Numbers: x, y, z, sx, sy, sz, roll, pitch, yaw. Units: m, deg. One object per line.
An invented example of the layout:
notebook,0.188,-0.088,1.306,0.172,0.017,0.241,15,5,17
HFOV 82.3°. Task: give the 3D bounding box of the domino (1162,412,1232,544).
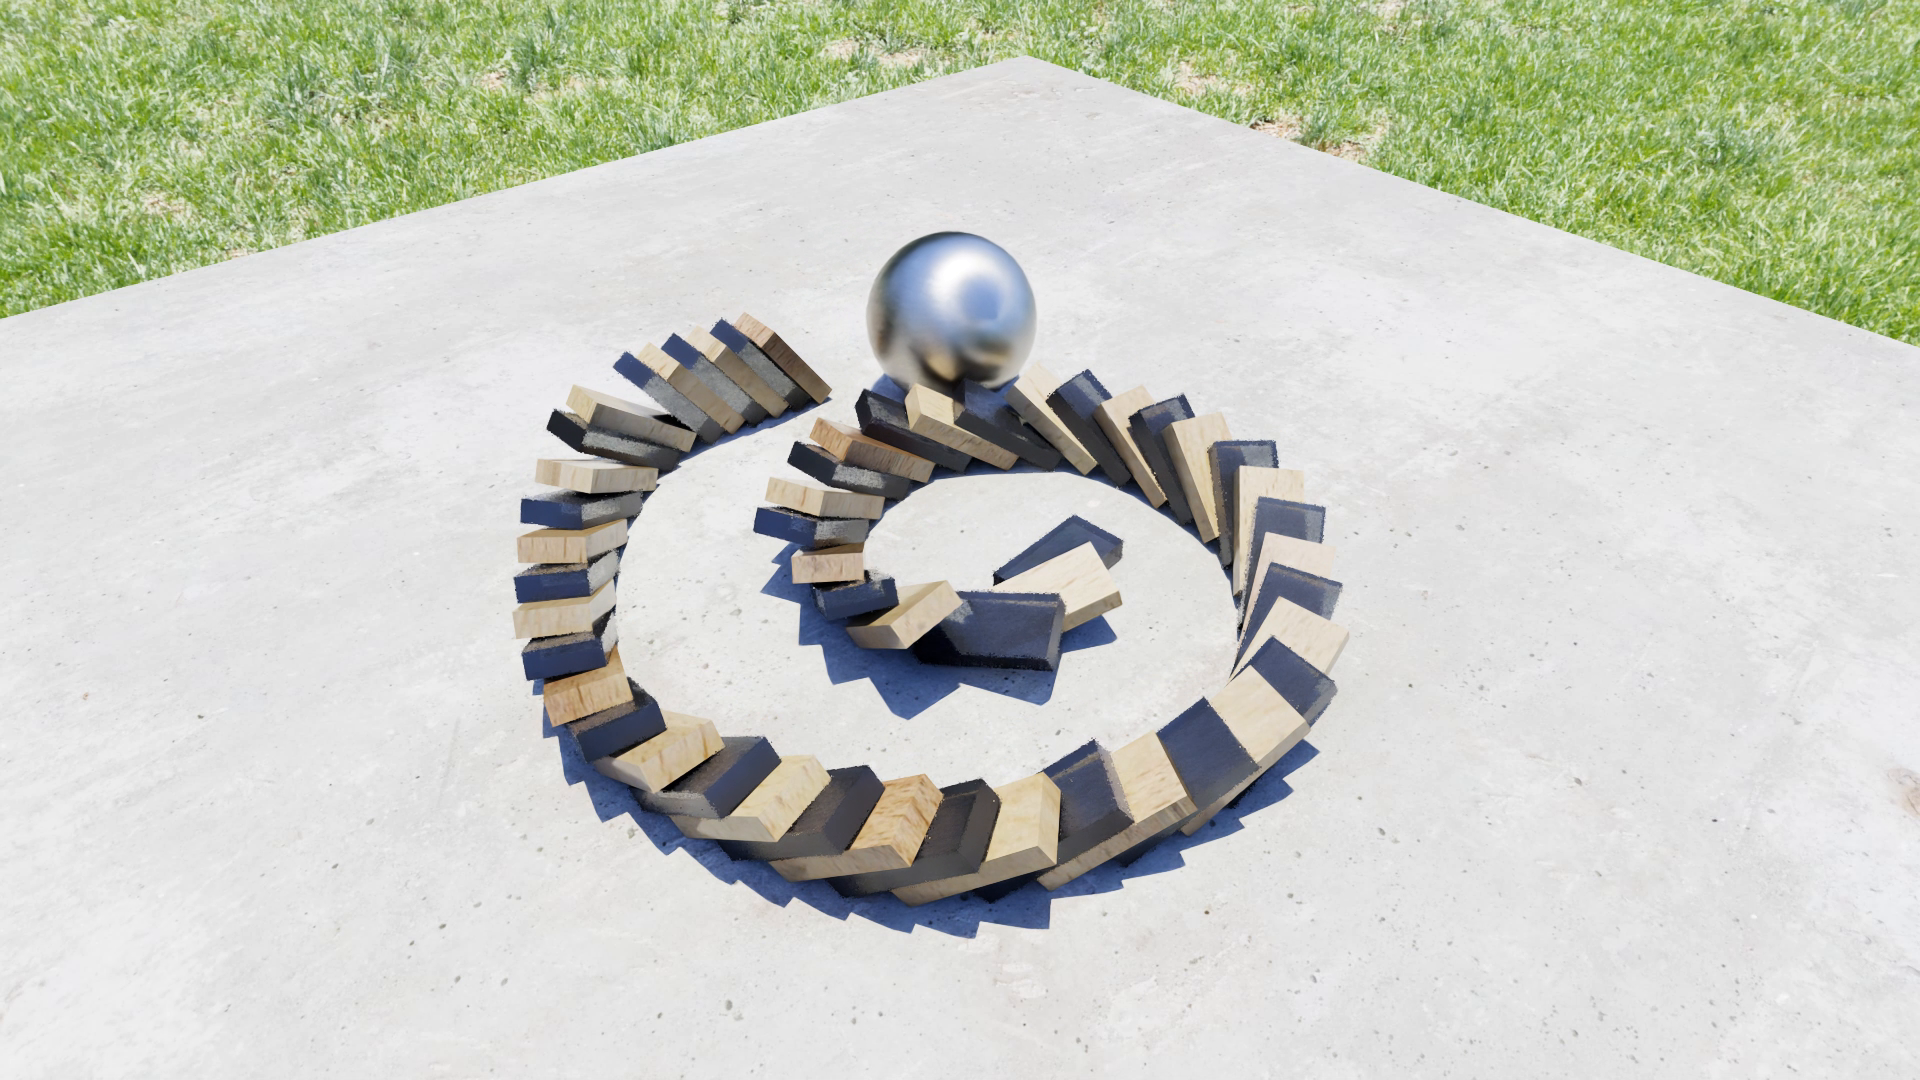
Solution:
domino,0.104,-0.026,0.452,0.025,0.010,0.050,-15,79,-22

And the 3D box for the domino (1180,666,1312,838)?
domino,0.081,0.065,0.342,0.050,0.010,0.025,-42,51,2

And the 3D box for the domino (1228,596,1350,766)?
domino,0.105,0.047,0.365,0.025,0.010,0.050,29,81,28

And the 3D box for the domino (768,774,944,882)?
domino,-0.030,0.084,0.319,0.050,0.009,0.025,-20,27,37

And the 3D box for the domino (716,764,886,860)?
domino,-0.048,0.081,0.323,0.050,0.010,0.025,-17,24,41

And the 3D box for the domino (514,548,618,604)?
domino,-0.145,0.013,0.408,0.025,0.009,0.050,-6,9,-5

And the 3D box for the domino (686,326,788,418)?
domino,-0.103,-0.077,0.508,0.025,0.050,0.009,36,86,36

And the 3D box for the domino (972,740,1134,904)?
domino,0.024,0.082,0.321,0.050,0.010,0.025,-34,38,15

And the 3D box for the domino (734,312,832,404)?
domino,-0.083,-0.085,0.518,0.025,0.050,0.010,36,86,36

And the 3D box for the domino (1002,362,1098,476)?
domino,0.045,-0.054,0.489,0.050,0.009,0.025,43,45,-2

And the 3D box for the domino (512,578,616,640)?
domino,-0.141,0.024,0.395,0.025,0.010,0.050,-6,9,-7

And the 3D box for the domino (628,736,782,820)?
domino,-0.078,0.071,0.334,0.050,0.009,0.025,-12,24,49

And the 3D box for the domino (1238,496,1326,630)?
domino,0.120,0.010,0.410,0.025,0.009,0.050,10,73,8

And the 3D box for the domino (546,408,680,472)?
domino,-0.149,-0.043,0.473,0.025,0.009,0.050,31,11,32

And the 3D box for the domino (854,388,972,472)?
domino,-0.020,-0.048,0.482,0.050,0.009,0.025,19,29,-27

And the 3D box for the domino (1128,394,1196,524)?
domino,0.093,-0.034,0.462,0.025,0.009,0.050,-21,81,-26

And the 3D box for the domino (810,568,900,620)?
domino,-0.039,0.019,0.398,0.025,0.009,0.050,-12,5,-12

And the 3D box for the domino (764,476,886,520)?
domino,-0.053,-0.017,0.441,0.025,0.010,0.050,16,6,23

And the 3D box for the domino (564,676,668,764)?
domino,-0.113,0.057,0.354,0.025,0.009,0.050,-21,12,-24

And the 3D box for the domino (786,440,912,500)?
domino,-0.045,-0.029,0.457,0.025,0.009,0.050,29,12,31

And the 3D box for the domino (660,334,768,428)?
domino,-0.112,-0.073,0.503,0.025,0.050,0.009,36,86,36

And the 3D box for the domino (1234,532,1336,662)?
domino,0.116,0.024,0.394,0.025,0.009,0.050,13,73,16

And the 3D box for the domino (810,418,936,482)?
domino,-0.037,-0.038,0.467,0.050,0.010,0.025,12,18,-49

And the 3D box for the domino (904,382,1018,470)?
domino,0.001,-0.050,0.485,0.050,0.010,0.025,21,33,-25

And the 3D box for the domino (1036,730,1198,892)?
domino,0.042,0.080,0.327,0.050,0.009,0.025,-32,41,8

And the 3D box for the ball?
ball,-0.004,-0.103,0.513,0.080,0.080,0.080,0,39,0

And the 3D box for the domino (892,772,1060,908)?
domino,0.005,0.087,0.317,0.050,0.010,0.025,-25,31,26

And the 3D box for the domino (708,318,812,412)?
domino,-0.093,-0.081,0.513,0.025,0.050,0.010,36,86,36

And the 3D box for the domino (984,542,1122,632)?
domino,0.031,0.022,0.402,0.050,0.009,0.025,-25,51,-1

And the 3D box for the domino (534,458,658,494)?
domino,-0.149,-0.027,0.455,0.025,0.009,0.050,11,6,13

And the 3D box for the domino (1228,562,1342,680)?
domino,0.111,0.035,0.379,0.025,0.009,0.050,18,77,20

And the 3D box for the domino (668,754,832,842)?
domino,-0.063,0.077,0.328,0.050,0.009,0.025,-14,24,46

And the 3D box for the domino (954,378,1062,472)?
domino,0.021,-0.051,0.487,0.050,0.009,0.025,24,35,-19

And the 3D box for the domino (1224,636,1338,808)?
domino,0.094,0.058,0.352,0.050,0.010,0.025,-47,53,-2

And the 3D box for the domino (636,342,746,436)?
domino,-0.121,-0.068,0.497,0.025,0.050,0.009,34,84,34

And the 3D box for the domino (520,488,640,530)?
domino,-0.151,-0.013,0.441,0.025,0.010,0.050,7,10,8

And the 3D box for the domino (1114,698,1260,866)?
domino,0.062,0.073,0.334,0.050,0.009,0.025,-38,44,5

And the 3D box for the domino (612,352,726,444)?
domino,-0.129,-0.063,0.491,0.025,0.050,0.009,34,84,34

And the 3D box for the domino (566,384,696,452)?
domino,-0.144,-0.053,0.484,0.050,0.009,0.025,15,13,-47

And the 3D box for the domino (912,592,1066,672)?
domino,0.010,0.032,0.389,0.050,0.009,0.025,0,58,24

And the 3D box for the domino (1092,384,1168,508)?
domino,0.081,-0.040,0.473,0.025,0.009,0.050,-26,77,-28

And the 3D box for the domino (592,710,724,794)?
domino,-0.096,0.065,0.344,0.025,0.009,0.050,-32,15,-33

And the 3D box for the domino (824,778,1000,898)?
domino,-0.014,0.086,0.316,0.050,0.009,0.025,-22,28,33

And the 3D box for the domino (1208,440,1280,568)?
domino,0.116,-0.015,0.439,0.025,0.010,0.050,-1,74,-7

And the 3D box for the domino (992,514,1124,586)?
domino,0.039,0.010,0.431,0.025,0.010,0.050,30,48,32

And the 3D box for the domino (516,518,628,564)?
domino,-0.148,0.000,0.424,0.025,0.010,0.050,0,9,0

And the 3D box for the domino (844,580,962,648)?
domino,-0.021,0.026,0.383,0.025,0.009,0.050,-38,10,-22

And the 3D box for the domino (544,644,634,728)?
domino,-0.124,0.047,0.365,0.025,0.010,0.050,-18,11,-18

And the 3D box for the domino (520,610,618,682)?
domino,-0.134,0.036,0.380,0.025,0.010,0.050,-10,9,-12

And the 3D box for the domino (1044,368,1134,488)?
domino,0.063,-0.050,0.483,0.050,0.009,0.025,50,51,5

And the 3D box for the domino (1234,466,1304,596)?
domino,0.119,-0.003,0.425,0.025,0.010,0.050,4,73,0

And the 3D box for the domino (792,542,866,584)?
domino,-0.048,0.008,0.412,0.025,0.009,0.050,-3,4,-4

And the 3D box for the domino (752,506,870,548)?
domino,-0.057,-0.006,0.429,0.025,0.010,0.050,14,7,17
